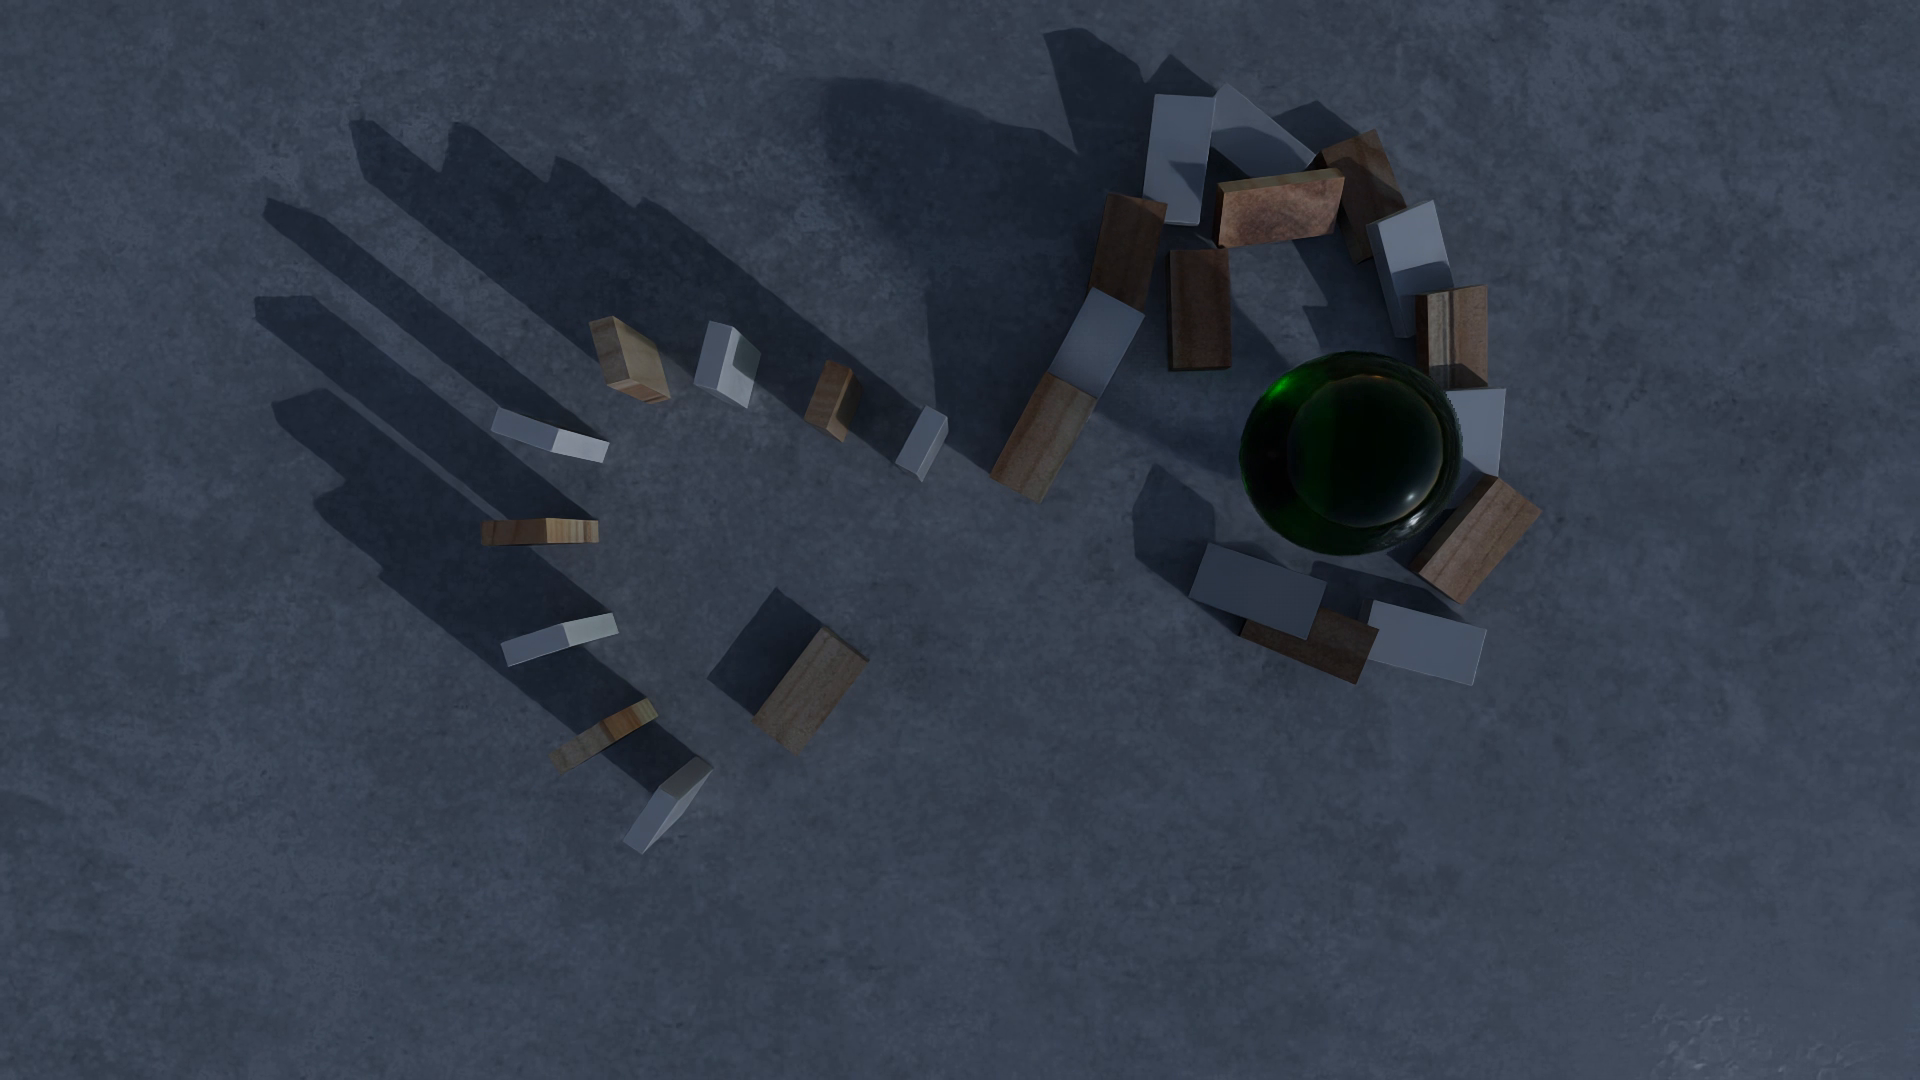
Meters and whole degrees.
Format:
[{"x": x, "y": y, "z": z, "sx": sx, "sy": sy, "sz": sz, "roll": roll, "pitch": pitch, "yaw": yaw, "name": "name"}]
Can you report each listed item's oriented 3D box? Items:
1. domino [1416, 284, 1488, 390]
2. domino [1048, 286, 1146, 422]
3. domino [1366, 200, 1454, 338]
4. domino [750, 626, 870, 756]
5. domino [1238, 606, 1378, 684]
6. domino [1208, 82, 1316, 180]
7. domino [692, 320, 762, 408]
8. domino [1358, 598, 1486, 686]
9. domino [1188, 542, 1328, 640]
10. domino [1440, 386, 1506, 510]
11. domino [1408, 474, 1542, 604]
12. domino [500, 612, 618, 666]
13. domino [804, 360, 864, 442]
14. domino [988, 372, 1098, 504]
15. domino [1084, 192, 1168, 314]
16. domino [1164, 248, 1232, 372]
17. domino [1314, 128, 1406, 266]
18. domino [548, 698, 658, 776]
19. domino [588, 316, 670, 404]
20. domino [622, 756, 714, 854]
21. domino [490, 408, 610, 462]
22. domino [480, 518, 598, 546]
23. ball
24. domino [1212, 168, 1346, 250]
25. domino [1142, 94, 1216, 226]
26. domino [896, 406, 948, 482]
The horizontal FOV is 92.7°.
[{"x": 0.209, "y": -0.081, "z": 0.389, "sx": 0.025, "sy": 0.009, "sz": 0.050, "roll": -10, "pitch": 106, "yaw": 0, "name": "domino"}, {"x": 0.055, "y": -0.079, "z": 0.389, "sx": 0.025, "sy": 0.009, "sz": 0.050, "roll": 28, "pitch": 104, "yaw": 0, "name": "domino"}, {"x": 0.193, "y": -0.114, "z": 0.389, "sx": 0.025, "sy": 0.009, "sz": 0.050, "roll": -23, "pitch": 105, "yaw": 0, "name": "domino"}, {"x": -0.064, "y": 0.065, "z": 0.395, "sx": 0.025, "sy": 0.010, "sz": 0.050, "roll": 37, "pitch": 90, "yaw": 0, "name": "domino"}, {"x": 0.148, "y": 0.040, "z": 0.390, "sx": 0.050, "sy": 0.009, "sz": 0.025, "roll": 23, "pitch": 90, "yaw": 12, "name": "domino"}, {"x": 0.125, "y": -0.170, "z": 0.395, "sx": 0.050, "sy": 0.010, "sz": 0.025, "roll": 39, "pitch": 90, "yaw": 0, "name": "domino"}, {"x": -0.094, "y": -0.071, "z": 0.375, "sx": 0.010, "sy": 0.050, "sz": 0.025, "roll": 14, "pitch": 90, "yaw": 0, "name": "domino"}, {"x": 0.197, "y": 0.044, "z": 0.395, "sx": 0.050, "sy": 0.009, "sz": 0.025, "roll": 15, "pitch": 90, "yaw": 0, "name": "domino"}, {"x": 0.125, "y": 0.021, "z": 0.387, "sx": 0.050, "sy": 0.009, "sz": 0.025, "roll": 20, "pitch": 89, "yaw": 21, "name": "domino"}, {"x": 0.214, "y": -0.039, "z": 0.389, "sx": 0.025, "sy": 0.009, "sz": 0.050, "roll": -3, "pitch": 104, "yaw": 0, "name": "domino"}, {"x": 0.218, "y": 0.000, "z": 0.389, "sx": 0.025, "sy": 0.010, "sz": 0.050, "roll": 34, "pitch": 100, "yaw": -9, "name": "domino"}, {"x": -0.162, "y": 0.040, "z": 0.375, "sx": 0.025, "sy": 0.050, "sz": 0.010, "roll": -18, "pitch": 90, "yaw": 0, "name": "domino"}, {"x": -0.051, "y": -0.056, "z": 0.375, "sx": 0.009, "sy": 0.050, "sz": 0.025, "roll": 22, "pitch": 90, "yaw": 0, "name": "domino"}, {"x": 0.035, "y": -0.043, "z": 0.390, "sx": 0.025, "sy": 0.009, "sz": 0.050, "roll": 28, "pitch": 104, "yaw": 0, "name": "domino"}, {"x": 0.069, "y": -0.119, "z": 0.390, "sx": 0.025, "sy": 0.010, "sz": 0.050, "roll": 11, "pitch": 103, "yaw": 2, "name": "domino"}, {"x": 0.103, "y": -0.099, "z": 0.395, "sx": 0.025, "sy": 0.010, "sz": 0.050, "roll": -2, "pitch": 90, "yaw": 0, "name": "domino"}, {"x": 0.175, "y": -0.148, "z": 0.395, "sx": 0.025, "sy": 0.009, "sz": 0.050, "roll": -22, "pitch": 90, "yaw": 0, "name": "domino"}, {"x": -0.145, "y": 0.079, "z": 0.375, "sx": 0.025, "sy": 0.050, "sz": 0.009, "roll": -32, "pitch": 90, "yaw": 0, "name": "domino"}, {"x": -0.134, "y": -0.073, "z": 0.375, "sx": 0.009, "sy": 0.050, "sz": 0.025, "roll": -16, "pitch": 90, "yaw": 0, "name": "domino"}, {"x": -0.118, "y": 0.107, "z": 0.375, "sx": 0.010, "sy": 0.050, "sz": 0.025, "roll": 34, "pitch": 90, "yaw": 0, "name": "domino"}, {"x": -0.166, "y": -0.042, "z": 0.375, "sx": 0.025, "sy": 0.050, "sz": 0.009, "roll": 19, "pitch": 90, "yaw": 0, "name": "domino"}, {"x": -0.170, "y": -0.003, "z": 0.375, "sx": 0.025, "sy": 0.050, "sz": 0.010, "roll": -3, "pitch": 90, "yaw": 0, "name": "domino"}, {"x": 0.151, "y": -0.033, "z": 0.360, "sx": 0.080, "sy": 0.080, "sz": 0.080, "roll": 0, "pitch": 90, "yaw": 0, "name": "ball"}, {"x": 0.134, "y": -0.140, "z": 0.388, "sx": 0.050, "sy": 0.025, "sz": 0.009, "roll": -7, "pitch": 45, "yaw": 0, "name": "domino"}, {"x": 0.092, "y": -0.161, "z": 0.389, "sx": 0.025, "sy": 0.009, "sz": 0.050, "roll": 7, "pitch": 101, "yaw": 7, "name": "domino"}, {"x": -0.015, "y": -0.038, "z": 0.375, "sx": 0.010, "sy": 0.050, "sz": 0.025, "roll": 28, "pitch": 90, "yaw": 0, "name": "domino"}]
